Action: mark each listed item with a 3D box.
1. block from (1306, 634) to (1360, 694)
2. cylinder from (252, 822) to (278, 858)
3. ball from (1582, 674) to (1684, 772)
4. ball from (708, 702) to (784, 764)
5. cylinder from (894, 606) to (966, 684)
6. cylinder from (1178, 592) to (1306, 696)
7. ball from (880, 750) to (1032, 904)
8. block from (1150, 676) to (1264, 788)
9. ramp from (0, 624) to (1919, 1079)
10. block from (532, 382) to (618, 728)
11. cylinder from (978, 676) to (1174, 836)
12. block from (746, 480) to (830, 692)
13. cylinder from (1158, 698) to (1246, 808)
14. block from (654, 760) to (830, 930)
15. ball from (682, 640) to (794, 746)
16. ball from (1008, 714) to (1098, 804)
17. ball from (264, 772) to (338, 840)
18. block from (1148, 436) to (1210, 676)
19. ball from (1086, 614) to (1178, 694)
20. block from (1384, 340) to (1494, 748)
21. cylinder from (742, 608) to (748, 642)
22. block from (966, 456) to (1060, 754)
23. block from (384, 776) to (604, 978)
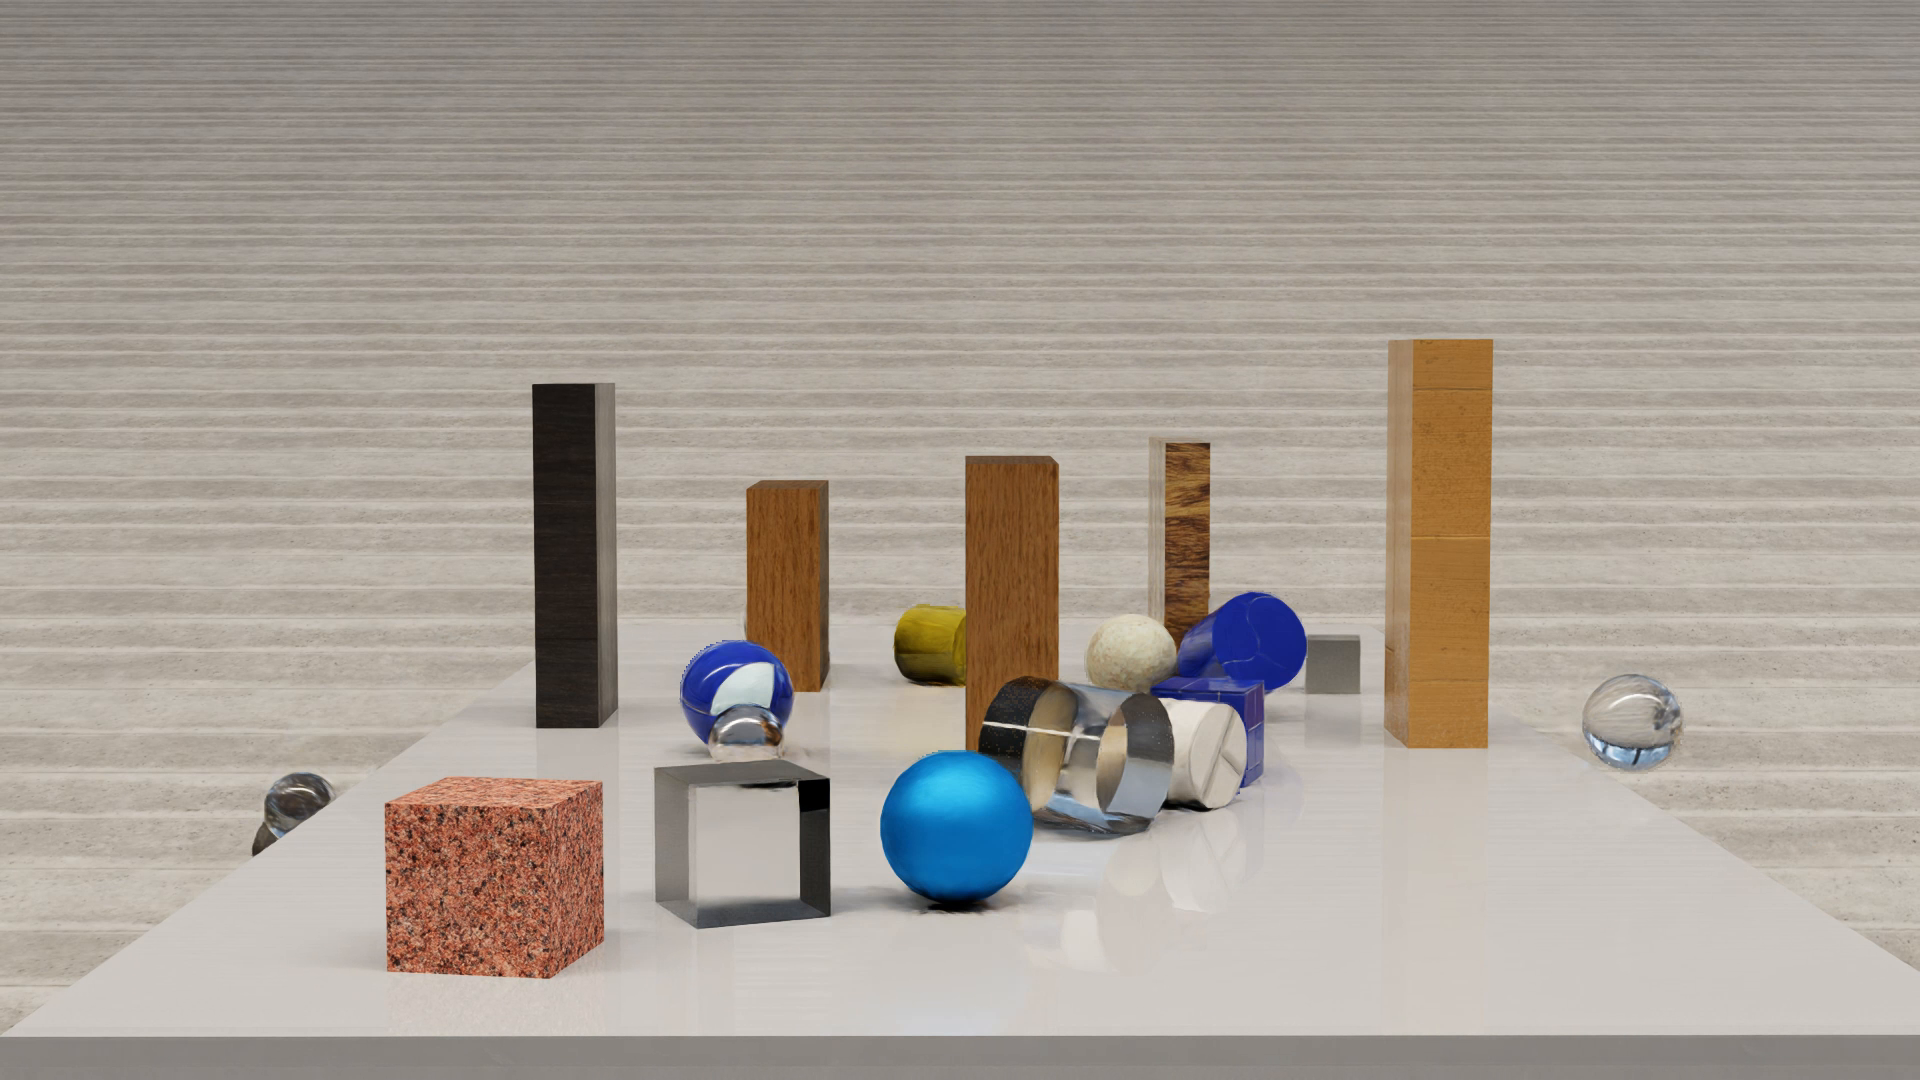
[{"bbox_3d":[0.757,0.252,5.209,0.109,0.109,0.109,0,4,8],"label":"block"},{"bbox_3d":[-1.257,0.632,5.067,0.197,0.197,0.197,20,27,38],"label":"cylinder"},{"bbox_3d":[1.152,0.314,4.397,0.169,0.169,0.169,0,19,0],"label":"ball"},{"bbox_3d":[-0.342,0.322,4.109,0.122,0.122,0.122,0,19,0],"label":"ball"},{"bbox_3d":[-0.029,0.220,5.338,0.156,0.156,0.156,3,17,38],"label":"cylinder"},{"bbox_3d":[0.529,0.213,4.830,0.187,0.187,0.187,-6,-14,-18],"label":"cylinder"},{"bbox_3d":[-0.005,0.354,3.159,0.188,0.188,0.188,0,19,0],"label":"ball"},{"bbox_3d":[0.396,0.306,4.109,0.152,0.152,0.152,1,4,18],"label":"block"},{"bbox_3d":[0.045,0.403,4.539,2.000,0.100,4.000,0,4,0],"label":"ramp"},{"bbox_3d":[-0.717,0.021,4.797,0.114,0.627,0.275,0,4,0],"label":"block"},{"bbox_3d":[0.167,0.307,3.673,0.202,0.202,0.202,6,19,37],"label":"cylinder"},{"bbox_3d":[-0.357,0.089,5.376,0.147,0.412,0.394,0,4,0],"label":"block"},{"bbox_3d":[0.325,0.319,3.877,0.158,0.158,0.158,3,17,38],"label":"cylinder"},{"bbox_3d":[-0.266,0.367,3.122,0.168,0.168,0.168,-2,4,-24],"label":"block"},{"bbox_3d":[-0.379,0.268,4.375,0.193,0.193,0.193,0,19,0],"label":"ball"},{"bbox_3d":[0.141,0.331,3.880,0.134,0.134,0.134,0,19,0],"label":"ball"},{"bbox_3d":[-1.255,0.513,4.890,0.142,0.142,0.142,0,19,0],"label":"ball"},{"bbox_3d":[0.449,0.047,5.292,0.088,0.508,0.438,0,4,0],"label":"block"},{"bbox_3d":[0.334,0.233,4.982,0.179,0.179,0.179,0,19,0],"label":"ball"},{"bbox_3d":[0.842,0.000,4.532,0.136,0.705,0.254,0,4,0],"label":"block"},{"bbox_3d":[-0.415,0.193,5.934,0.127,0.127,0.127,-4,18,-35],"label":"cylinder"},{"bbox_3d":[0.080,0.126,4.119,0.142,0.510,0.372,0,4,0],"label":"block"},{"bbox_3d":[-0.519,0.374,2.876,0.186,0.186,0.186,1,4,10],"label":"block"}]
